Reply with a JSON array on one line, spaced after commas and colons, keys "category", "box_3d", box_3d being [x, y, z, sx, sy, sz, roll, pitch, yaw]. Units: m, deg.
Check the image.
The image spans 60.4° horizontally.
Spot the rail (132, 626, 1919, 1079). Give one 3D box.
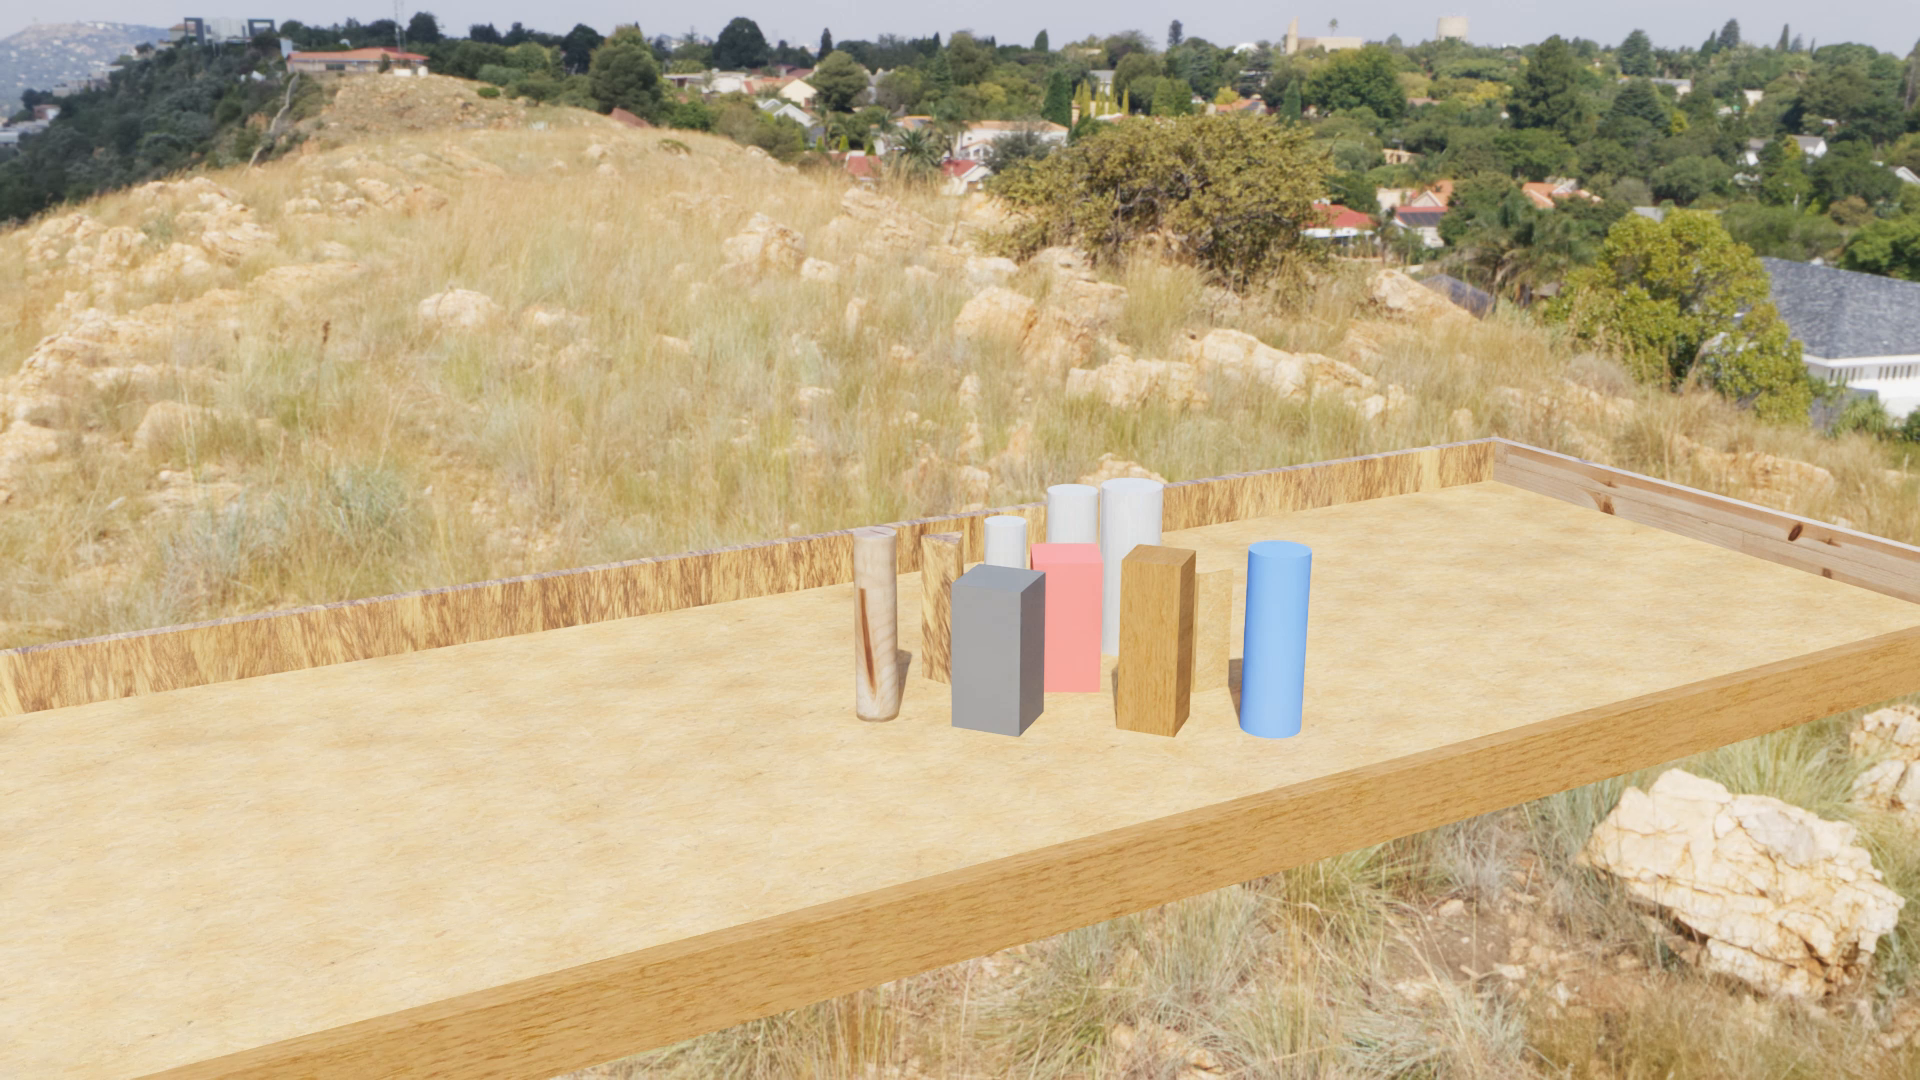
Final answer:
[{"category": "rail", "box_3d": [-2.336, 1.006, 1.665, 12.000, 0.150, 0.050, -9, 18, -27]}]

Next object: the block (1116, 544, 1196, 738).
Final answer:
[{"category": "block", "box_3d": [0.456, 0.232, 3.832, 0.138, 0.413, 0.138, 7, 18, 21]}]

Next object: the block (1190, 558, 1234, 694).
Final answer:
[{"category": "block", "box_3d": [0.599, 0.211, 4.090, 0.102, 0.309, 0.102, -9, 19, -27]}]

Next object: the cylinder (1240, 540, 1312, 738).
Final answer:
[{"category": "cylinder", "box_3d": [0.727, 0.229, 3.804, 0.142, 0.434, 0.142, 0, 16, 0]}]

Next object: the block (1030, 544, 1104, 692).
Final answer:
[{"category": "block", "box_3d": [0.261, 0.192, 4.108, 0.168, 0.334, 0.168, 0, 16, 0]}]

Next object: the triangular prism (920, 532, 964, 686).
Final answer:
[{"category": "triangular prism", "box_3d": [-0.023, 0.167, 4.129, 0.111, 0.371, 0.097, 13, 21, 37]}]

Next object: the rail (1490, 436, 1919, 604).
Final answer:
[{"category": "rail", "box_3d": [2.466, -0.048, 5.253, 0.050, 0.150, 2.100, -9, 18, -27]}]

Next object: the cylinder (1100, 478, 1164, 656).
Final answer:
[{"category": "cylinder", "box_3d": [0.445, 0.071, 4.325, 0.162, 0.444, 0.162, 0, 16, 0]}]

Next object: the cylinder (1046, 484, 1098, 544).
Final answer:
[{"category": "cylinder", "box_3d": [0.310, 0.038, 4.580, 0.141, 0.364, 0.141, 0, 16, 0]}]

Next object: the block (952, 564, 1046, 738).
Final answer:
[{"category": "block", "box_3d": [0.090, 0.256, 3.861, 0.169, 0.352, 0.169, 7, 18, 21]}]

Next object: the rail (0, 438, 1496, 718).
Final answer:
[{"category": "rail", "box_3d": [-3.305, 0.497, 3.399, 12.000, 0.150, 0.050, -9, 18, -27]}]

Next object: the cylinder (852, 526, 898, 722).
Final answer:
[{"category": "cylinder", "box_3d": [-0.197, 0.200, 3.872, 0.101, 0.452, 0.101, 0, 16, 0]}]

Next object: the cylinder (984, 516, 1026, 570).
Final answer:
[{"category": "cylinder", "box_3d": [0.118, 0.118, 4.332, 0.111, 0.350, 0.111, 0, 16, 0]}]
